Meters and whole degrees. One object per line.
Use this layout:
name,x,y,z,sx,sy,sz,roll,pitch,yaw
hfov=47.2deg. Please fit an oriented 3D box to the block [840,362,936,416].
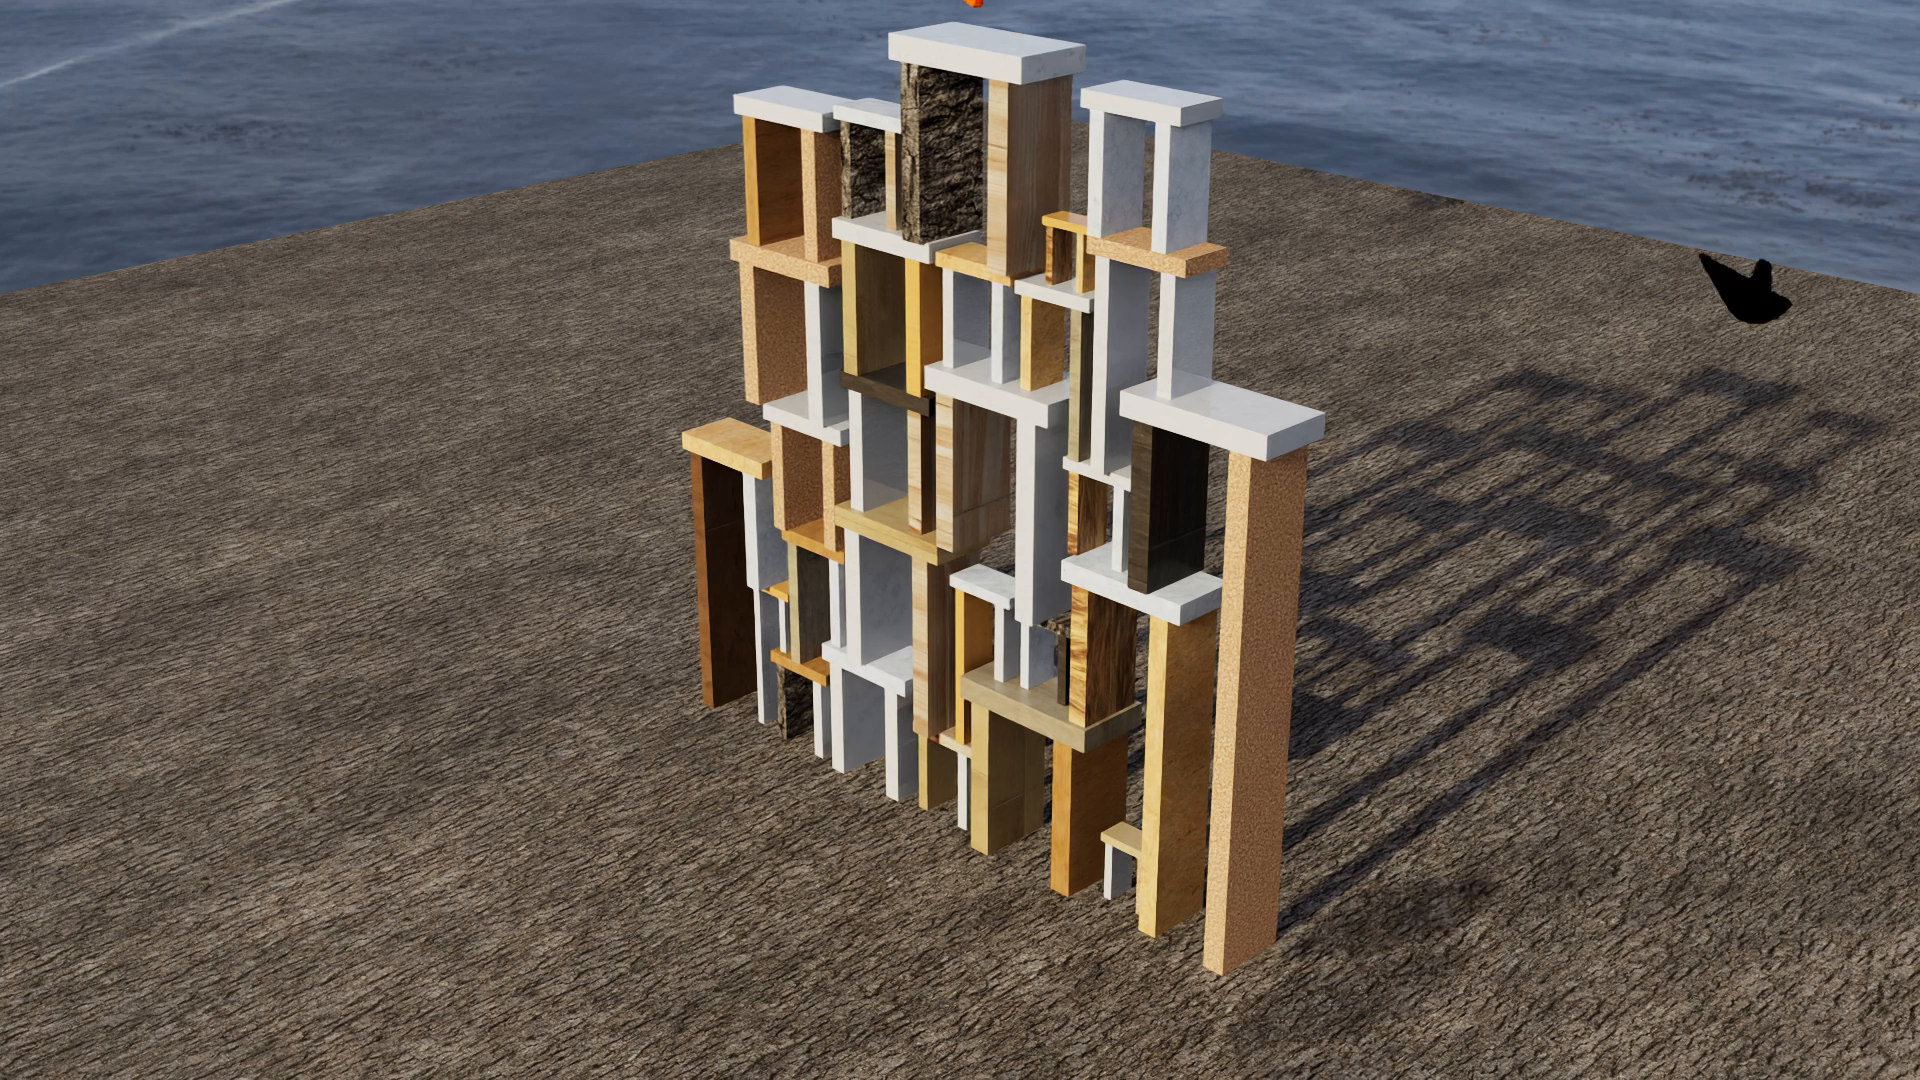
block,-0.101,-0.297,4.213,0.123,0.035,0.247,-21,31,-41

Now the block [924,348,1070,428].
block,0.099,-0.279,4.002,0.309,0.044,0.154,21,31,41

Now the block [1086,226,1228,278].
block,0.327,-0.482,3.662,0.107,0.030,0.214,-21,31,-41

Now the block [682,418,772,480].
block,-0.453,-0.194,4.635,0.259,0.037,0.130,22,32,40

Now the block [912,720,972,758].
block,-0.006,0.385,4.394,0.167,0.024,0.084,21,31,41

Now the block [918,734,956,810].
block,-0.045,0.458,4.468,0.024,0.167,0.084,21,31,41

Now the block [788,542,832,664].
block,-0.312,0.119,4.616,0.027,0.274,0.096,21,31,41

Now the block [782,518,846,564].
block,-0.267,-0.002,4.516,0.192,0.027,0.096,21,31,40

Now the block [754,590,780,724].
block,-0.413,0.243,4.773,0.017,0.324,0.062,21,31,41

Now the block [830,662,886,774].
block,-0.212,0.354,4.610,0.035,0.248,0.124,21,31,41

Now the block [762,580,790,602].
block,-0.384,0.097,4.680,0.123,0.017,0.062,21,31,41

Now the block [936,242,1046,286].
block,0.054,-0.496,3.948,0.185,0.026,0.093,21,31,40

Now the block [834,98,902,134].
block,-0.138,-0.782,4.048,0.091,0.026,0.183,-21,31,-41

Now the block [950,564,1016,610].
block,0.064,0.088,4.185,0.079,0.022,0.158,-21,31,-40

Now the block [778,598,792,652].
block,-0.355,0.174,4.681,0.017,0.123,0.062,21,31,41

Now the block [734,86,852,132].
block,-0.301,-0.824,4.201,0.253,0.036,0.126,21,31,40

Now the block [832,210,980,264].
block,-0.102,-0.570,4.097,0.130,0.037,0.261,-21,31,-41

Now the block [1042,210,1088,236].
block,0.198,-0.546,3.782,0.104,0.015,0.052,21,31,40

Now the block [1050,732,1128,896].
block,0.246,0.501,4.170,0.045,0.320,0.160,21,31,41

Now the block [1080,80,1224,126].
block,0.311,-0.713,3.583,0.212,0.030,0.106,21,31,41

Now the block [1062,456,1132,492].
block,0.267,-0.127,3.884,0.079,0.022,0.158,-21,31,-41

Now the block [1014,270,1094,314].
block,0.188,-0.434,3.837,0.173,0.024,0.086,21,31,40

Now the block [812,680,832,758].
block,-0.269,0.368,4.670,0.025,0.175,0.088,21,31,41

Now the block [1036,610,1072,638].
block,0.180,0.144,4.096,0.071,0.020,0.142,-21,31,-41

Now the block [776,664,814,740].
block,-0.352,0.335,4.746,0.025,0.175,0.088,21,31,41

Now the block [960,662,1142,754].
block,0.170,0.303,4.168,0.320,0.045,0.160,21,31,41

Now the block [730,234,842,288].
block,-0.302,-0.558,4.320,0.290,0.041,0.145,21,31,40

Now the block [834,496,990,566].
block,-0.095,-0.030,4.313,0.145,0.041,0.290,-21,31,-41

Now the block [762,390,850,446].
block,-0.276,-0.246,4.420,0.232,0.033,0.116,21,31,41

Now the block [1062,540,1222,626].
block,0.328,0.073,3.897,0.275,0.039,0.138,21,31,41

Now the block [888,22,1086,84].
block,0.045,-0.848,3.822,0.322,0.046,0.161,21,31,41

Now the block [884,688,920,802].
block,-0.095,0.399,4.503,0.035,0.247,0.124,21,31,41

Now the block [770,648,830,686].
block,-0.310,0.259,4.669,0.176,0.025,0.088,21,31,41

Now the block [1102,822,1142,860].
block,0.328,0.564,4.105,0.119,0.017,0.059,21,31,41

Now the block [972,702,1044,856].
block,0.095,0.442,4.309,0.045,0.320,0.160,21,31,41

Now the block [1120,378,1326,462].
block,0.435,-0.210,3.663,0.311,0.044,0.155,21,31,41

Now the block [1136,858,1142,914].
block,0.356,0.638,4.106,0.017,0.119,0.059,21,31,41

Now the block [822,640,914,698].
block,-0.154,0.247,4.501,0.247,0.035,0.124,21,31,41

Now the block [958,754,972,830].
block,0.034,0.488,4.395,0.024,0.167,0.084,21,31,41

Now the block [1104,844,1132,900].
block,0.300,0.616,4.157,0.017,0.119,0.059,21,31,41
